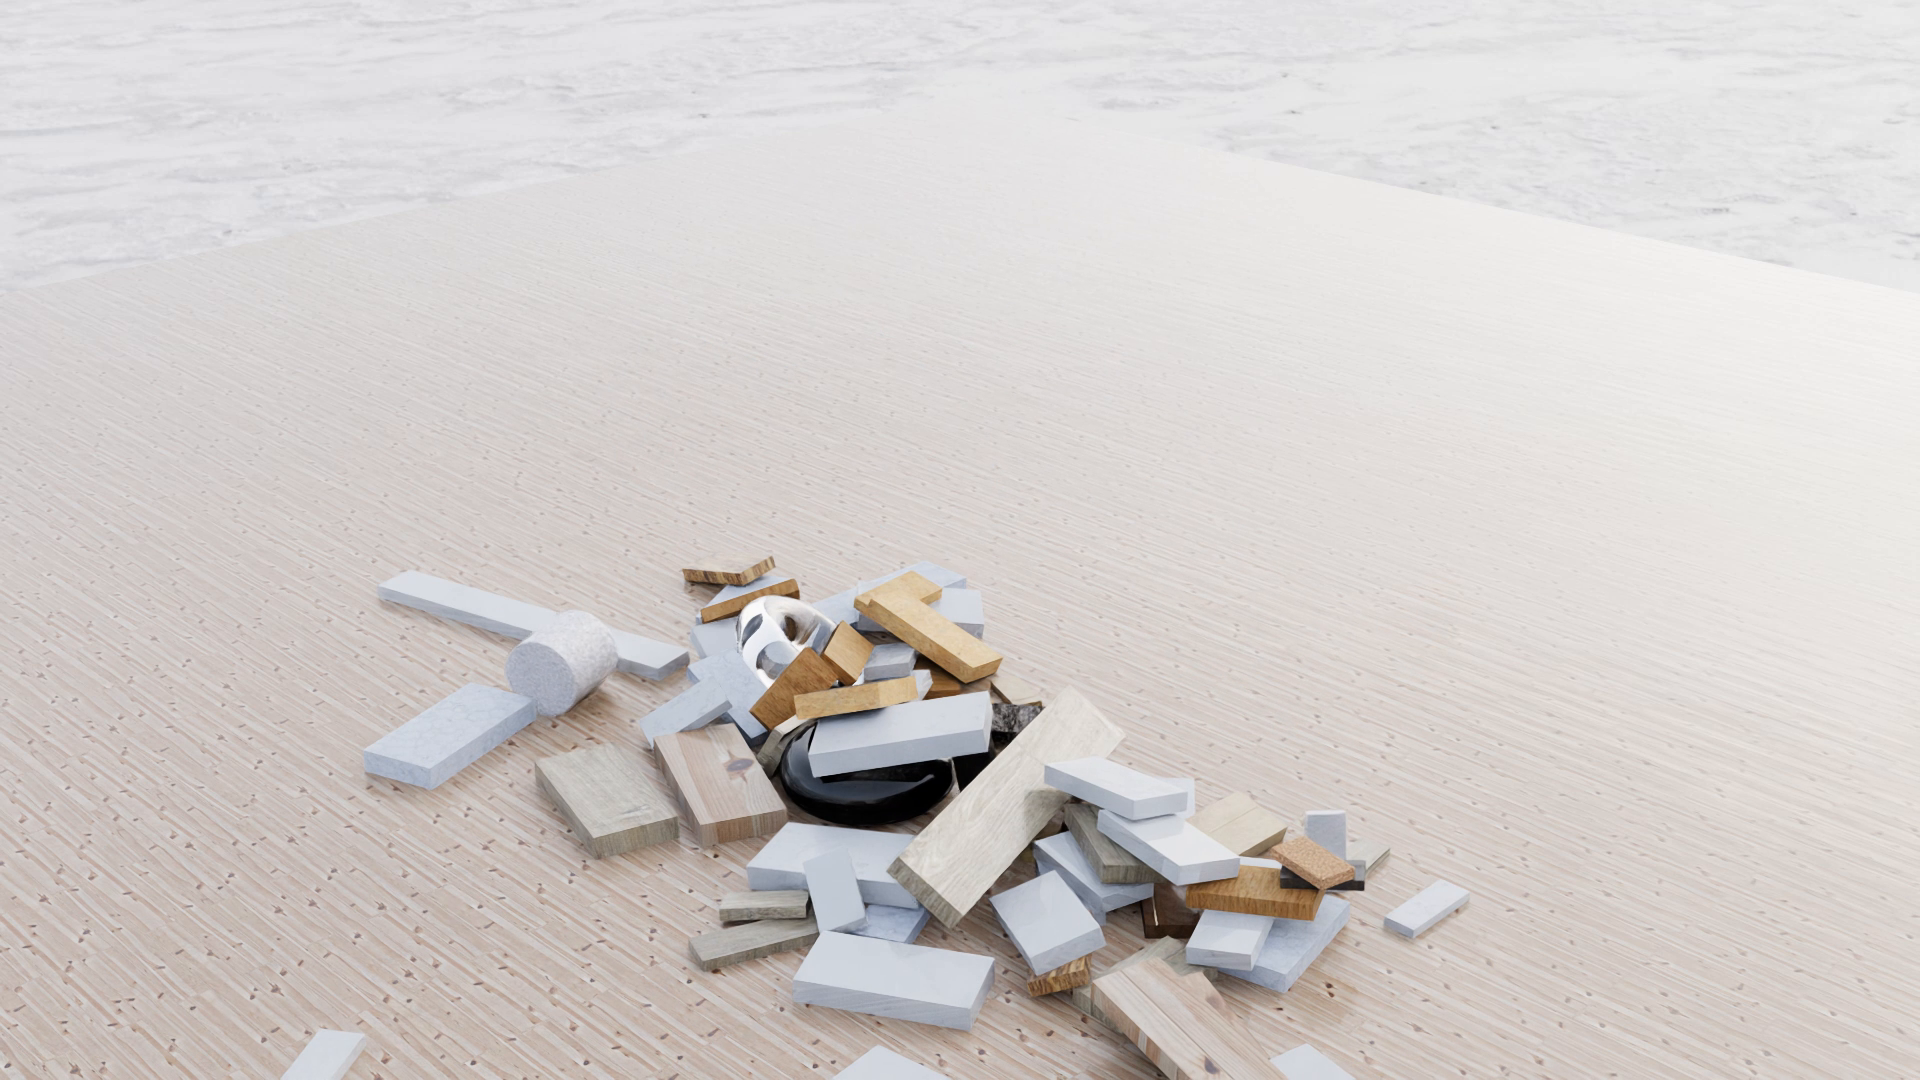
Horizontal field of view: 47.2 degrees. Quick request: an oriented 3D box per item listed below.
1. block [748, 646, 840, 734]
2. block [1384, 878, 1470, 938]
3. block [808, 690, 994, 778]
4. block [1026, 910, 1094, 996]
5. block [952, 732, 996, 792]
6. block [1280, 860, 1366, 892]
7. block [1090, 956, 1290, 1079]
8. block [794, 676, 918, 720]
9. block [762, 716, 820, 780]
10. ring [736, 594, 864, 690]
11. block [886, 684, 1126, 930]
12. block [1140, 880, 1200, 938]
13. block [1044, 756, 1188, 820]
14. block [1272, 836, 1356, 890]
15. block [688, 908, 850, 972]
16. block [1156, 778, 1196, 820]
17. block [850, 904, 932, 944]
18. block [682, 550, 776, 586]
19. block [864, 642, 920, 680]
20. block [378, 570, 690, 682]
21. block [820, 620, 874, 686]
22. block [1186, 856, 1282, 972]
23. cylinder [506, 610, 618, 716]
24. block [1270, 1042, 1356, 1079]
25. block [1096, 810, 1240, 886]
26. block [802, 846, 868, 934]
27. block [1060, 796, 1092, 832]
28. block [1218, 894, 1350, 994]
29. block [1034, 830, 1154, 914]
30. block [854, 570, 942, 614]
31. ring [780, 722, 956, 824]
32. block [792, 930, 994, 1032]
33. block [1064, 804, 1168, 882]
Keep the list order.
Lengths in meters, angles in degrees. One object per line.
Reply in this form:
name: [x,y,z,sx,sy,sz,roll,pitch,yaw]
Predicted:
block: [-0.357,0.331,4.722,0.189,0.095,0.027,-49,18,-20]
block: [0.874,0.689,4.114,0.185,0.018,0.065,-21,31,-40]
block: [-0.116,0.387,4.396,0.352,0.050,0.176,-9,20,8]
block: [0.182,0.737,3.932,0.105,0.030,0.210,-15,17,12]
block: [0.033,0.461,4.435,0.086,0.172,0.024,0,23,28]
block: [0.661,0.608,4.002,0.150,0.021,0.075,0,21,12]
block: [0.464,0.894,3.514,0.140,0.040,0.686,-14,33,-29]
block: [-0.213,0.329,4.608,0.176,0.050,0.352,-9,-3,11]
block: [-0.348,0.432,4.629,0.025,0.088,0.175,37,34,11]
ring: [-0.355,0.252,4.885,0.322,0.107,0.322,32,24,-16]
block: [0.108,0.508,4.325,0.161,0.046,0.786,41,33,7]
block: [0.390,0.678,4.126,0.103,0.029,0.206,0,23,0]
block: [0.301,0.481,4.278,0.136,0.039,0.272,-4,13,-36]
block: [0.642,0.587,4.002,0.075,0.021,0.150,-15,22,-25]
block: [-0.346,0.725,4.022,0.288,0.023,0.081,-10,25,-23]
block: [0.406,0.554,4.409,0.127,0.036,0.255,2,23,5]
block: [-0.091,0.667,4.150,0.105,0.030,0.360,8,24,18]
block: [-0.577,0.069,5.475,0.226,0.032,0.113,4,25,44]
block: [-0.152,0.270,4.950,0.100,0.028,0.201,-7,11,6]
block: [-1.030,0.198,5.254,0.881,0.032,0.113,14,26,29]
block: [-0.253,0.252,4.877,0.094,0.027,0.189,40,22,-6]
block: [0.515,0.678,4.020,0.117,0.033,0.341,3,22,21]
cylinder: [-0.884,0.274,4.888,0.179,0.179,0.179,9,25,20]
block: [0.639,0.932,3.524,0.114,0.032,0.374,-15,27,-31]
block: [0.388,0.567,4.113,0.136,0.039,0.272,-3,17,-29]
block: [-0.230,0.651,4.055,0.088,0.025,0.176,-20,42,0]
block: [0.250,0.520,4.421,0.024,0.086,0.172,24,29,12]
block: [0.589,0.721,4.012,0.140,0.040,0.280,14,27,30]
block: [0.251,0.624,4.174,0.117,0.033,0.234,-13,26,-28]
block: [-0.146,0.137,5.208,0.100,0.028,0.201,30,36,31]
ring: [-0.187,0.465,4.511,0.369,0.123,0.369,-1,22,0]
block: [-0.115,0.775,3.877,0.322,0.046,0.161,6,24,15]
block: [0.296,0.577,4.195,0.127,0.036,0.255,3,19,-16]
